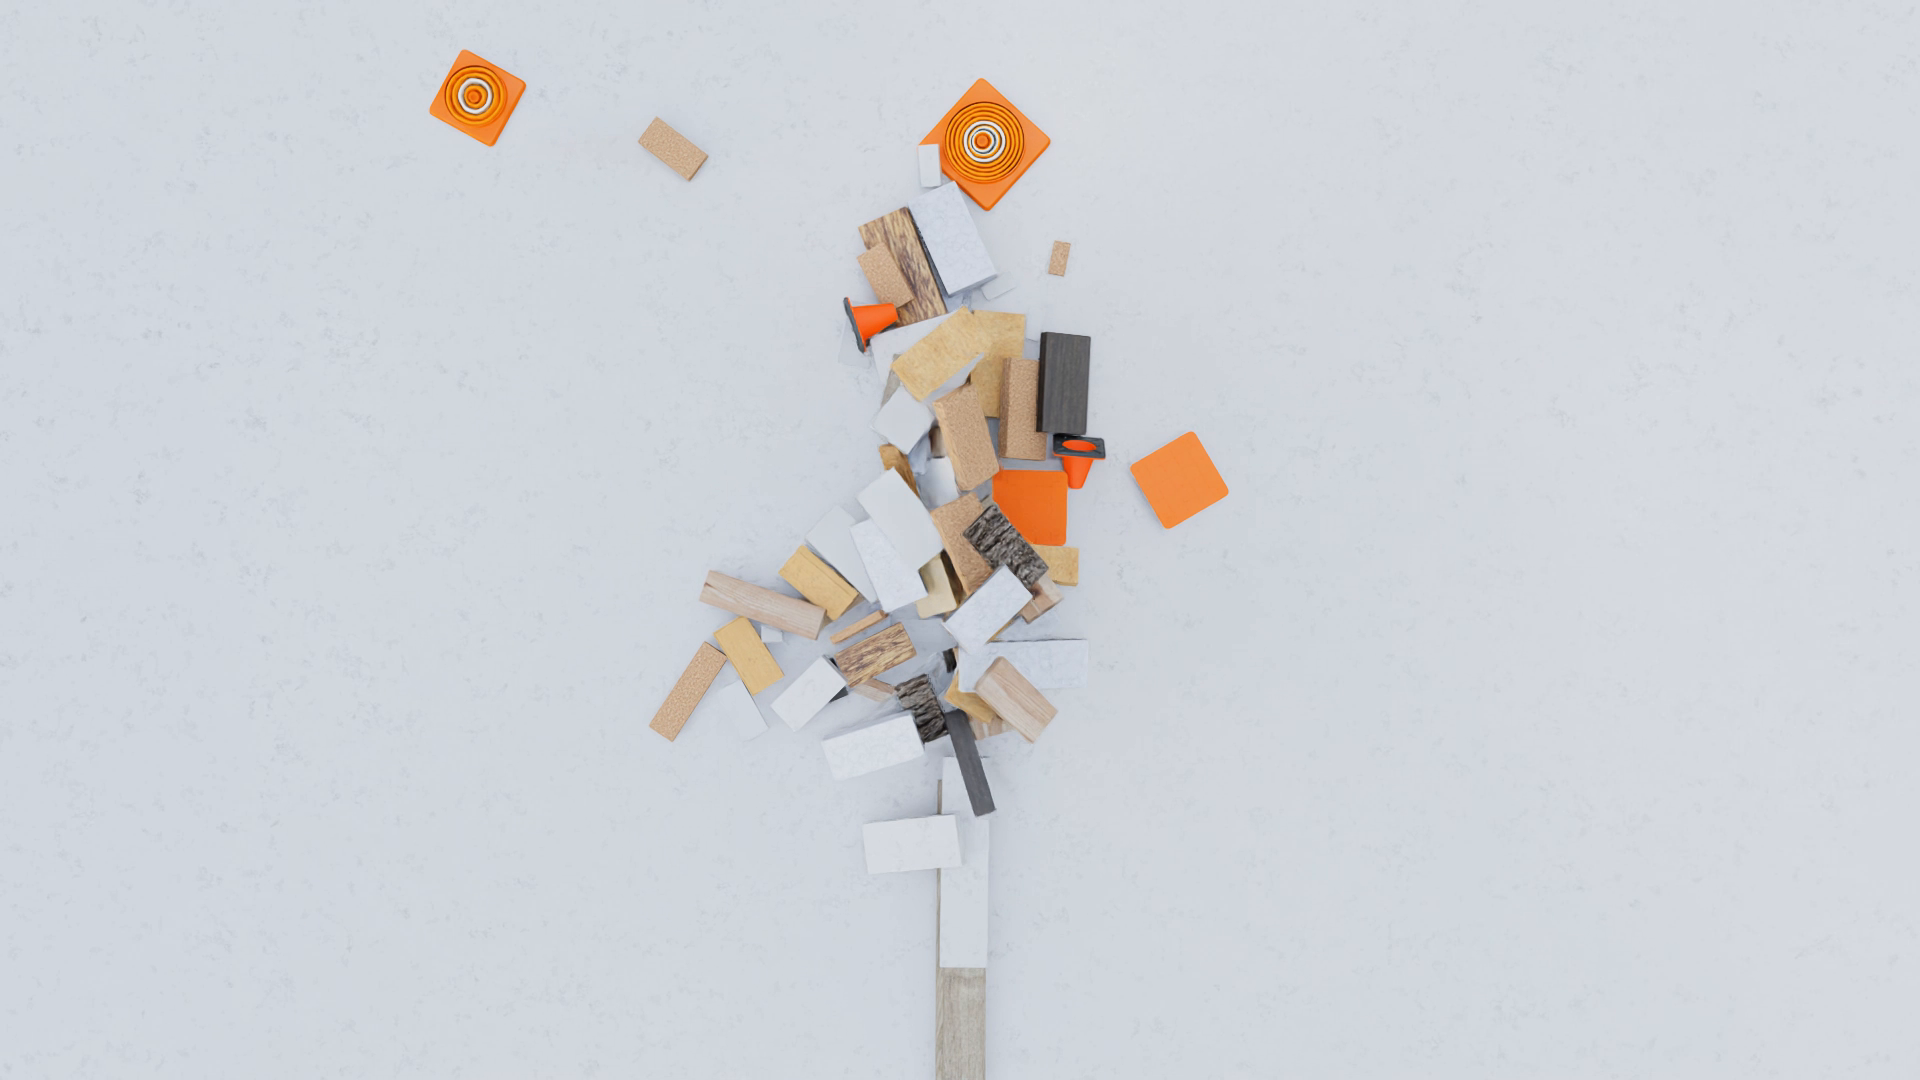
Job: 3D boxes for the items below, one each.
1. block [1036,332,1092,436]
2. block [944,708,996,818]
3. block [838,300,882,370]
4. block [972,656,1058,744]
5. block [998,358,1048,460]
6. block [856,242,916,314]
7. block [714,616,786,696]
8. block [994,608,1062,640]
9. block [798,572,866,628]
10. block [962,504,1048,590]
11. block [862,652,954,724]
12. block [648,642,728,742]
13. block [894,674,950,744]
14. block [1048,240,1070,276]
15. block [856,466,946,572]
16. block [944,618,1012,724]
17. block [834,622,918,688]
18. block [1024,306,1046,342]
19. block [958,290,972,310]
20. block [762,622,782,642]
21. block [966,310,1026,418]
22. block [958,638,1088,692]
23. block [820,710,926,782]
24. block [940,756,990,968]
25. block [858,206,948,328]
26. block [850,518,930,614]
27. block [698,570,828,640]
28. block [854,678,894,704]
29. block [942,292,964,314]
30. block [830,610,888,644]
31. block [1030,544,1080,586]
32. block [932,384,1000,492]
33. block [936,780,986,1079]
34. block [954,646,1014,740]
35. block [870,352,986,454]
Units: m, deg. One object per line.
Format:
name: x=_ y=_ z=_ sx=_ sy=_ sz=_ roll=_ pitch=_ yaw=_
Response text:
block: x=0.342 y=-0.515 z=5.446 sx=0.163 sy=0.046 sz=0.327 roll=3 pitch=90 yaw=-24
block: x=0.032 y=0.726 z=5.393 sx=0.071 sy=0.020 sz=0.358 roll=-16 pitch=71 yaw=-5
block: x=-0.333 y=-0.682 z=5.485 sx=0.106 sy=0.030 sz=0.212 roll=12 pitch=90 yaw=0
block: x=0.177 y=0.511 z=5.269 sx=0.273 sy=0.039 sz=0.136 roll=45 pitch=75 yaw=-20
block: x=0.212 y=-0.429 z=5.434 sx=0.163 sy=0.046 sz=0.327 roll=3 pitch=90 yaw=-35
block: x=-0.245 y=-0.862 z=5.431 sx=0.106 sy=0.030 sz=0.211 roll=-28 pitch=88 yaw=12
block: x=-0.701 y=0.381 z=5.482 sx=0.124 sy=0.035 sz=0.248 roll=-33 pitch=90 yaw=0
block: x=0.221 y=0.295 z=5.372 sx=0.214 sy=0.030 sz=0.107 roll=-41 pitch=103 yaw=-18
block: x=-0.408 y=0.186 z=5.482 sx=0.248 sy=0.035 sz=0.124 roll=-34 pitch=90 yaw=0
block: x=0.147 y=0.035 z=5.286 sx=0.136 sy=0.039 sz=0.273 roll=-44 pitch=98 yaw=-20
block: x=-0.184 y=0.546 z=5.471 sx=0.396 sy=0.030 sz=0.107 roll=-44 pitch=106 yaw=0
block: x=-0.903 y=0.504 z=5.487 sx=0.095 sy=0.027 sz=0.337 roll=33 pitch=90 yaw=0
block: x=-0.123 y=0.560 z=5.443 sx=0.109 sy=0.031 sz=0.219 roll=-22 pitch=108 yaw=3
block: x=0.331 y=-0.938 z=5.492 sx=0.055 sy=0.016 sz=0.111 roll=11 pitch=90 yaw=0
block: x=-0.181 y=-0.068 z=5.329 sx=0.155 sy=0.044 sz=0.310 roll=-38 pitch=95 yaw=-1
block: x=0.099 y=0.410 z=5.361 sx=0.166 sy=0.047 sz=0.331 roll=33 pitch=77 yaw=-17
block: x=-0.279 y=0.380 z=5.461 sx=0.247 sy=0.035 sz=0.124 roll=-26 pitch=91 yaw=1
block: x=0.247 y=-0.721 z=5.492 sx=0.055 sy=0.016 sz=0.111 roll=17 pitch=90 yaw=0
block: x=0.004 y=-0.831 z=5.490 sx=0.068 sy=0.019 sz=0.135 roll=6 pitch=90 yaw=0
block: x=-0.625 y=0.272 z=5.473 sx=0.068 sy=0.019 sz=0.135 roll=-3 pitch=74 yaw=0
block: x=0.117 y=-0.578 z=5.455 sx=0.173 sy=0.049 sz=0.347 roll=3 pitch=90 yaw=-14
block: x=0.207 y=0.403 z=5.323 sx=0.444 sy=0.044 sz=0.155 roll=0 pitch=95 yaw=-25
block: x=-0.286 y=0.678 z=5.432 sx=0.310 sy=0.044 sz=0.155 roll=-17 pitch=108 yaw=2
block: x=0.016 y=1.057 z=5.431 sx=0.155 sy=0.044 sz=0.688 roll=1 pitch=90 yaw=0
block: x=-0.160 y=-0.819 z=5.457 sx=0.173 sy=0.049 sz=0.530 roll=-21 pitch=90 yaw=12
block: x=-0.232 y=0.070 z=5.394 sx=0.152 sy=0.043 sz=0.304 roll=-23 pitch=89 yaw=4
block: x=-0.651 y=0.215 z=5.442 sx=0.419 sy=0.031 sz=0.109 roll=18 pitch=86 yaw=11
block: x=-0.280 y=0.500 z=5.490 sx=0.135 sy=0.019 sz=0.068 roll=21 pitch=90 yaw=0
block: x=-0.036 y=-0.748 z=5.472 sx=0.068 sy=0.019 sz=0.135 roll=15 pitch=97 yaw=10
block: x=-0.331 y=0.286 z=5.433 sx=0.190 sy=0.095 sz=0.027 roll=-29 pitch=85 yaw=12
block: x=0.232 y=0.078 z=5.438 sx=0.314 sy=0.035 sz=0.124 roll=4 pitch=68 yaw=0
block: x=0.021 y=-0.331 z=5.308 sx=0.155 sy=0.044 sz=0.310 roll=-35 pitch=117 yaw=-38
block: x=0.004 y=1.330 z=5.477 sx=0.166 sy=0.047 sz=1.063 roll=0 pitch=90 yaw=0
block: x=0.087 y=0.491 z=5.450 sx=0.155 sy=0.044 sz=0.310 roll=-12 pitch=92 yaw=-19
block: x=-0.106 y=-0.485 z=5.307 sx=0.152 sy=0.043 sz=0.416 roll=38 pitch=83 yaw=-7
